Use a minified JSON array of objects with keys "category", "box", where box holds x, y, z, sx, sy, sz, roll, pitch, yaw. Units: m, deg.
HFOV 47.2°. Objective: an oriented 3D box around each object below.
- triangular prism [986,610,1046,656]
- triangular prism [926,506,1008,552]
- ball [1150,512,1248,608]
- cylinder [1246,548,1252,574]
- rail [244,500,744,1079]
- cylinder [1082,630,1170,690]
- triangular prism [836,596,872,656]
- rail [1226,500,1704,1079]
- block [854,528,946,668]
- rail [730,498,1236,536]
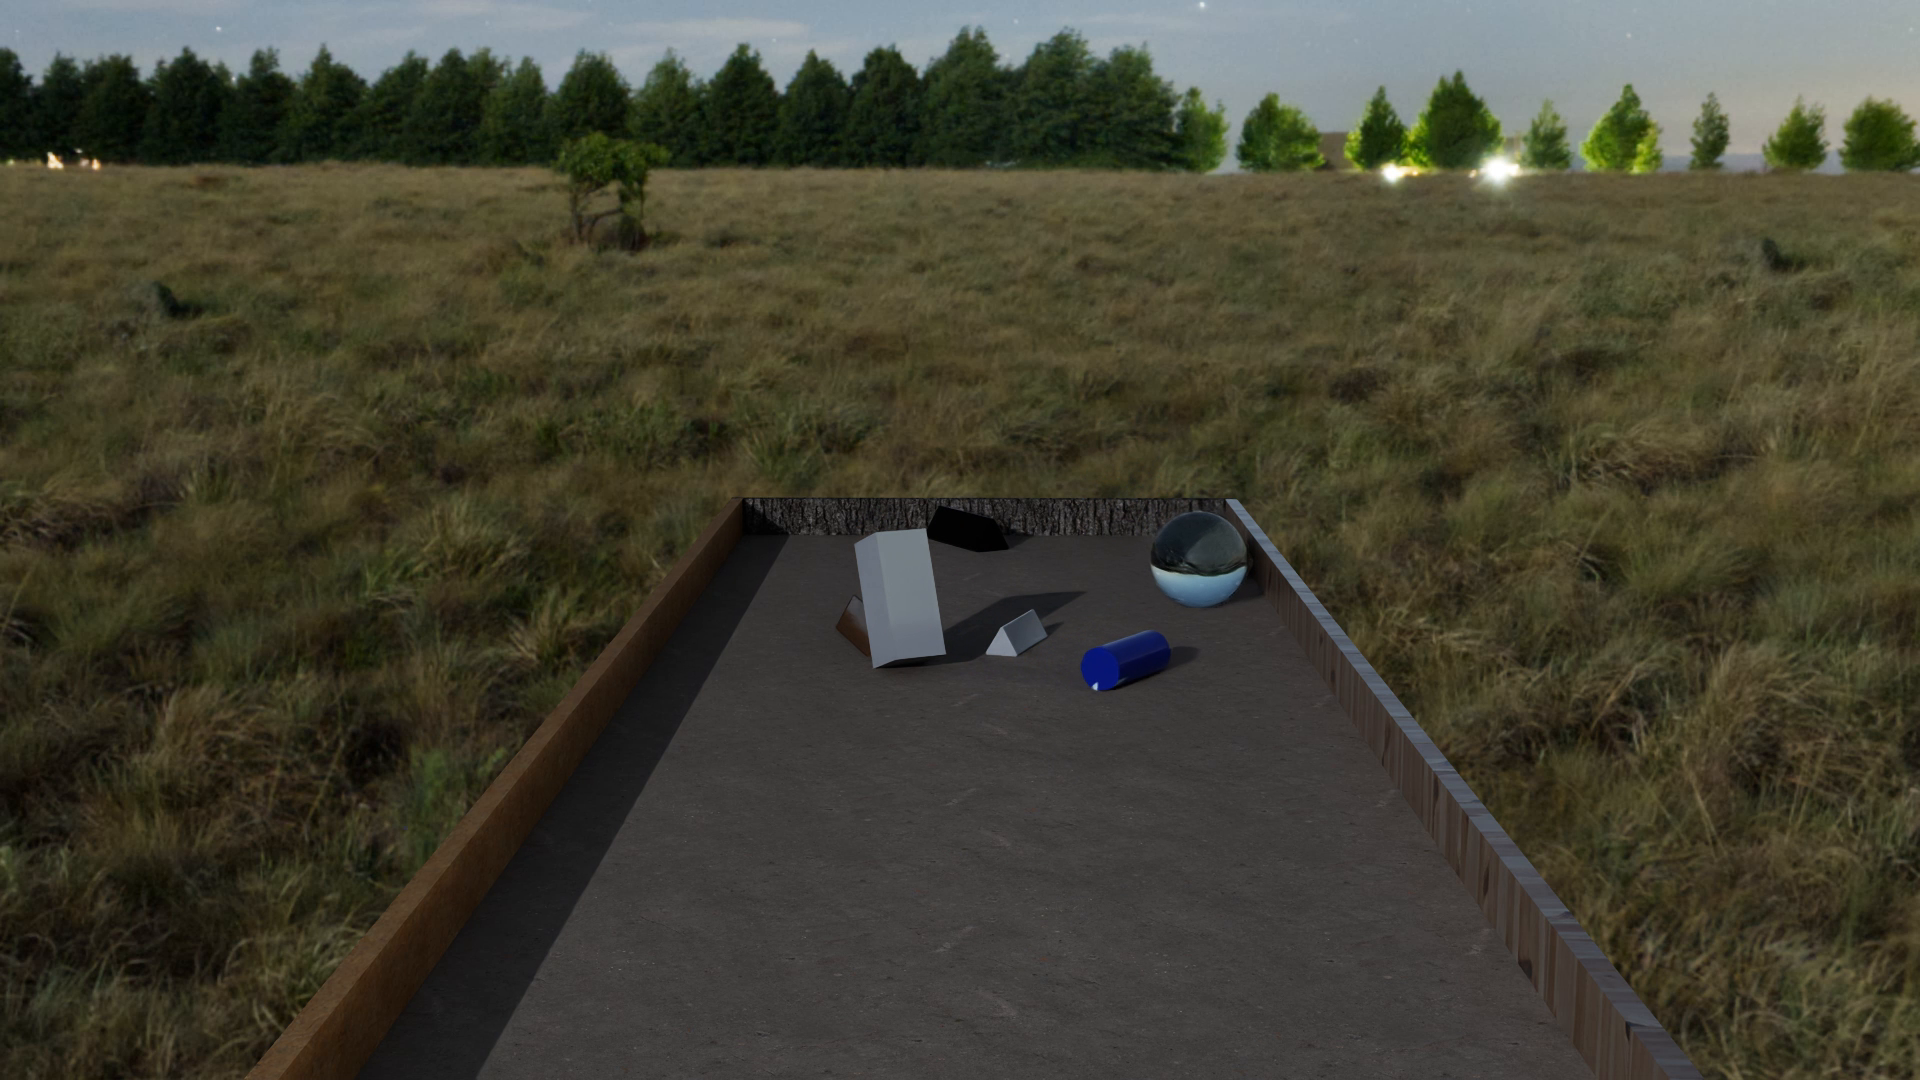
[{"category":"triangular prism","box":[0.181,0.287,6.906,0.100,0.086,0.314,4,10,19]},{"category":"triangular prism","box":[0.024,-0.052,8.904,0.148,0.128,0.429,-5,10,-30]},{"category":"ball","box":[0.817,0.067,7.521,0.333,0.333,0.333,0,9,0]},{"category":"cylinder","box":[1.031,0.059,8.284,0.111,0.111,0.311,0,9,1]},{"category":"rail","box":[-1.004,0.839,3.234,0.050,0.150,12.000,0,9,1]},{"category":"cylinder","box":[0.484,0.349,6.404,0.127,0.127,0.303,6,11,33]},{"category":"triangular prism","box":[-0.287,0.265,6.971,0.125,0.108,0.444,-3,9,-15]},{"category":"rail","box":[1.046,0.843,3.208,0.050,0.150,12.000,0,9,1]},{"category":"block","box":[-0.180,0.175,6.575,0.165,0.383,0.165,-5,-10,-27]},{"category":"rail","box":[0.099,-0.098,9.147,2.100,0.150,0.050,0,9,1]}]
